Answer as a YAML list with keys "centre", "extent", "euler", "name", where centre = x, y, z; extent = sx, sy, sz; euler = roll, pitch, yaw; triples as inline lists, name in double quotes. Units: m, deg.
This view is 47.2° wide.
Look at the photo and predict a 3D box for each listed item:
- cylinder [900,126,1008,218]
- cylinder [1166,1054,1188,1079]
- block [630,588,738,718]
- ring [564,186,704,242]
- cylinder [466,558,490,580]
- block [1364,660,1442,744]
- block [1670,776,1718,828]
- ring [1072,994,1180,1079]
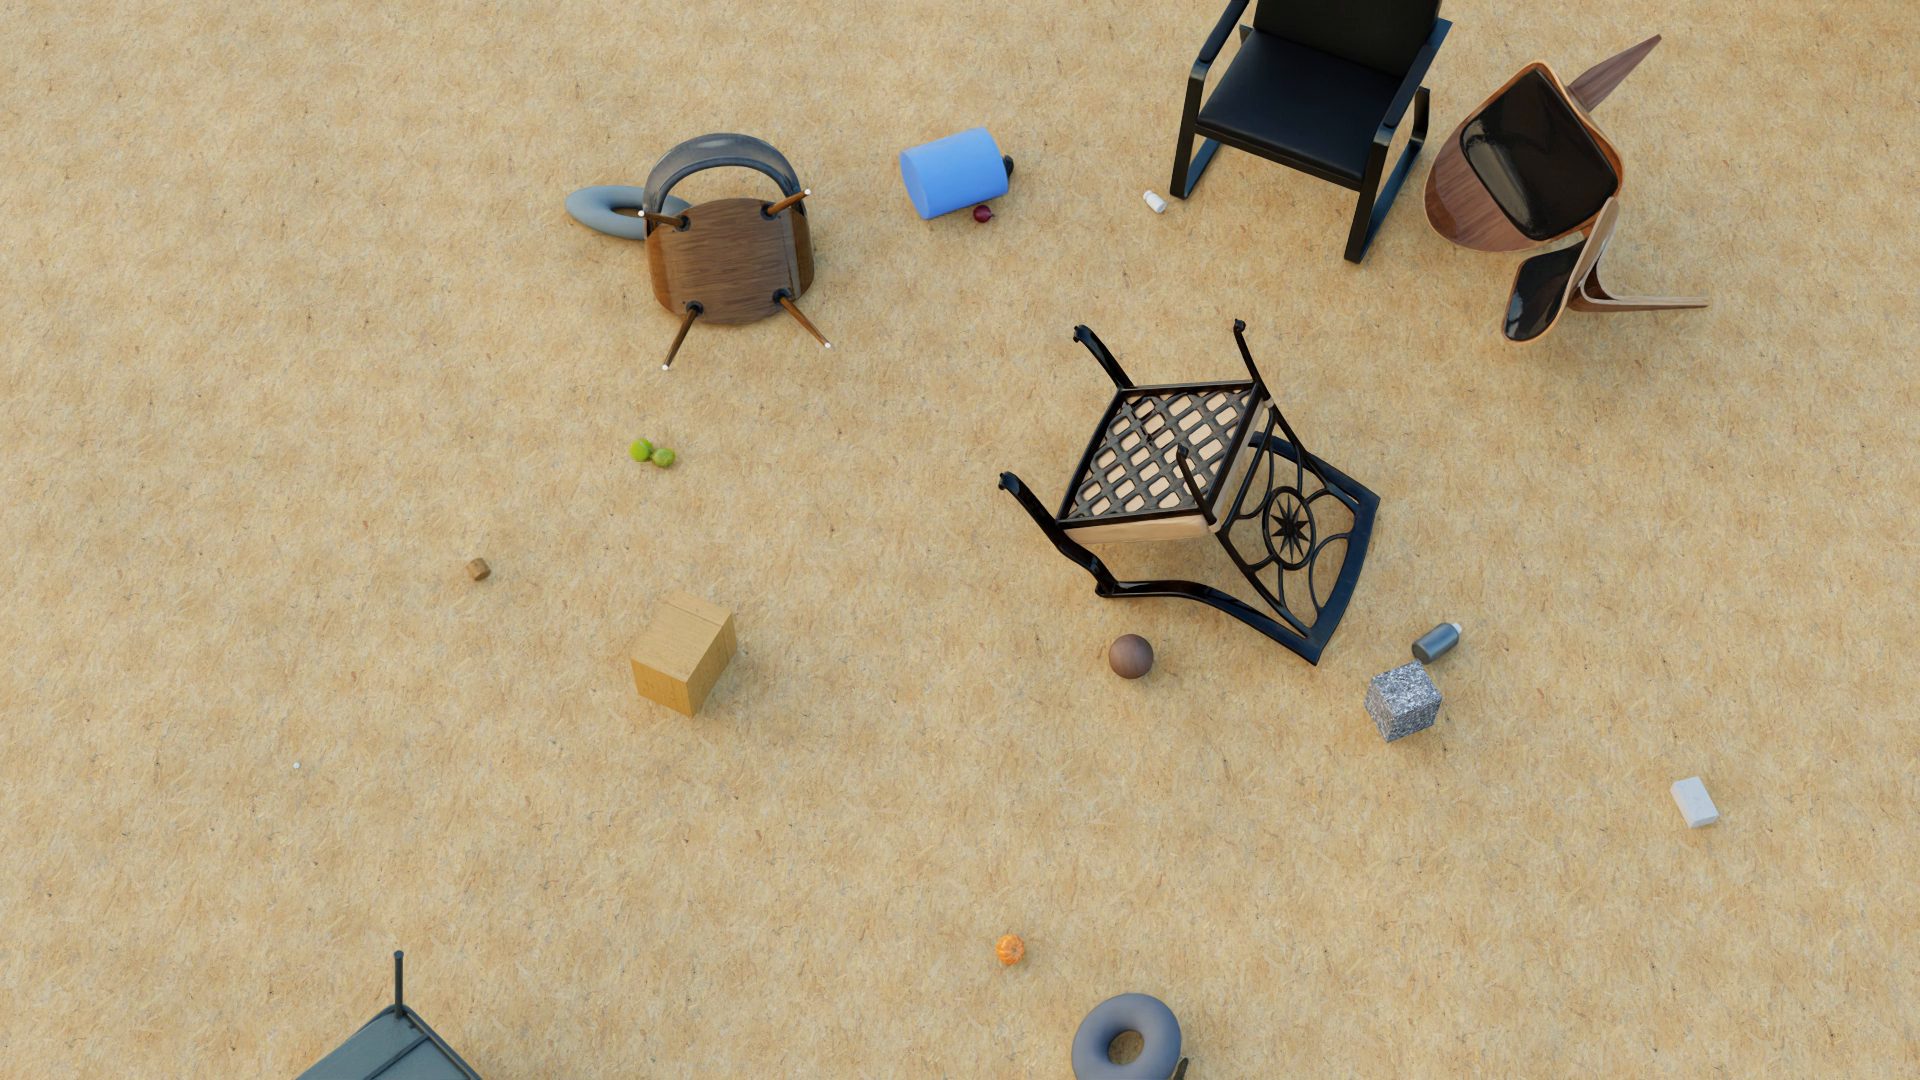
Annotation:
- centre: [-0.022, -1.216, 7.271]
  extent: [0.284, 0.195, 0.249]
  euler: [-20, 67, -13]
  name: "cylinder"
- centre: [0.528, 1.359, 5.615]
  extent: [0.066, 0.058, 0.111]
  euler: [14, 58, 37]
  name: "cylinder"
- centre: [-0.780, 0.321, 6.237]
  extent: [0.179, 0.202, 0.258]
  euler: [22, 59, 14]
  name: "block"
- centre: [-1.073, -1.078, 7.251]
  extent: [0.483, 0.078, 0.200]
  euler: [11, 56, 8]
  name: "ring"
- centre: [-1.423, 0.087, 6.496]
  extent: [0.057, 0.032, 0.055]
  euler: [-28, 58, -20]
  name: "cylinder"
- centre: [1.243, 0.454, 6.176]
  extent: [0.148, 0.155, 0.136]
  euler: [-19, 58, -13]
  name: "block"
- centre: [2.023, 0.723, 6.061]
  extent: [0.074, 0.047, 0.124]
  euler: [-13, 57, -9]
  name: "block"
- centre: [0.424, 1.297, 5.618]
  extent: [0.301, 0.087, 0.283]
  euler: [-46, 50, -13]
  name: "ring"
